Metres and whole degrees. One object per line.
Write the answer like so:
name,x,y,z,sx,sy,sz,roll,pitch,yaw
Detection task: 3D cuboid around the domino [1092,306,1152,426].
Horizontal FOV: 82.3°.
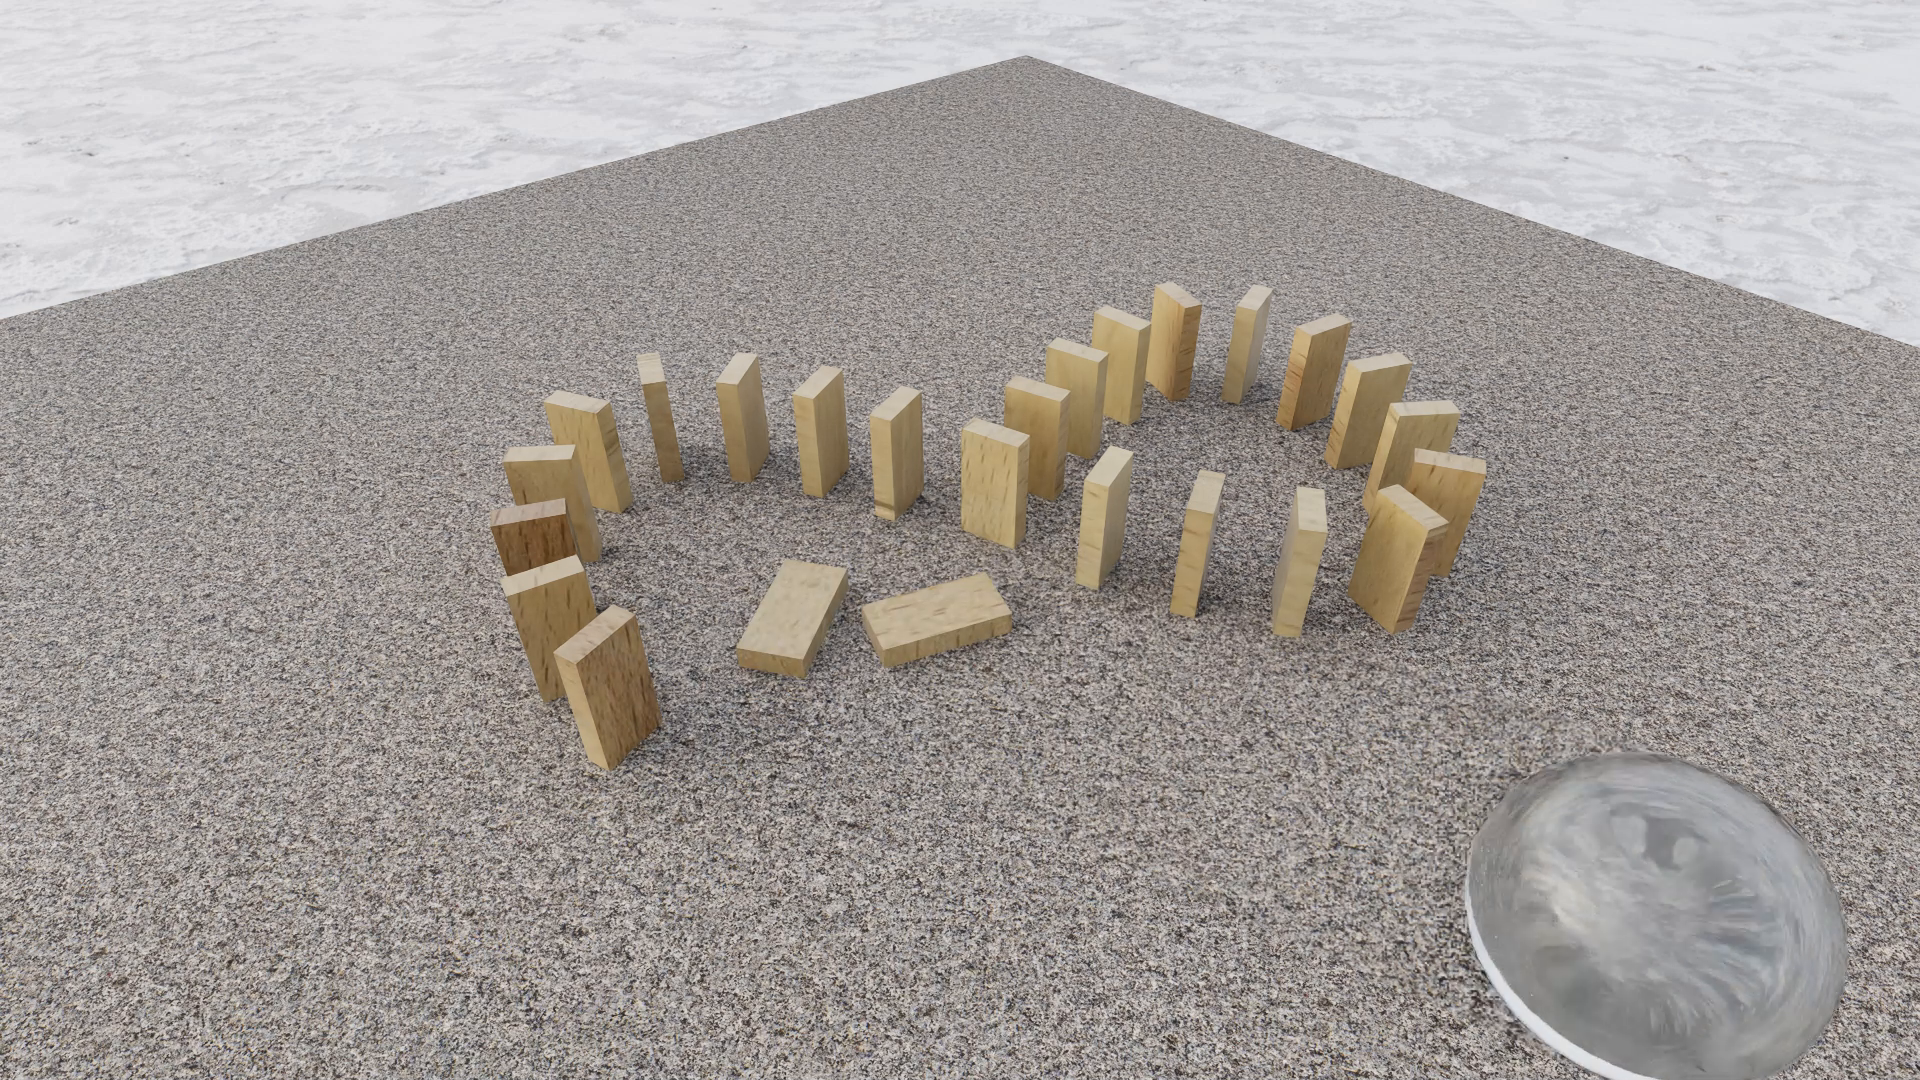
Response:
domino,0.073,-0.081,0.510,0.025,0.050,0.009,31,48,32

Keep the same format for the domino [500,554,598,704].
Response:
domino,-0.136,0.031,0.374,0.025,0.050,0.010,-20,44,-23

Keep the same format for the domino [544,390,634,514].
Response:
domino,-0.153,-0.036,0.455,0.025,0.050,0.010,13,41,16

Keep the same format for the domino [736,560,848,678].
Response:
domino,-0.061,0.028,0.409,0.025,0.010,0.050,9,40,10

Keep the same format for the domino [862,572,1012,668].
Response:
domino,-0.009,0.029,0.408,0.050,0.010,0.025,-15,42,-17

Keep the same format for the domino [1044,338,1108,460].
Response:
domino,0.051,-0.062,0.488,0.025,0.050,0.010,22,44,25

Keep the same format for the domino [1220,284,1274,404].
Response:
domino,0.137,-0.093,0.525,0.010,0.050,0.025,20,43,22

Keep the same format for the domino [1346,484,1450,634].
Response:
domino,0.159,0.007,0.402,0.010,0.050,0.025,-17,42,-20

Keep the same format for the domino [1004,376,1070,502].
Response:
domino,0.032,-0.042,0.463,0.025,0.050,0.010,20,43,22

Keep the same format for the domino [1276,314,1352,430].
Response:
domino,0.162,-0.077,0.505,0.025,0.050,0.010,-21,44,-24

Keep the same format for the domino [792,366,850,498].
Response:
domino,-0.058,-0.046,0.467,0.009,0.050,0.025,15,42,18

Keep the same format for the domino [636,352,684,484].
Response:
domino,-0.129,-0.053,0.476,0.010,0.050,0.025,-12,41,-14

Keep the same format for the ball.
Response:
ball,0.170,0.093,0.274,0.080,0.080,0.080,0,39,0

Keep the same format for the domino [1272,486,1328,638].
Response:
domino,0.123,0.008,0.401,0.010,0.050,0.025,7,40,9

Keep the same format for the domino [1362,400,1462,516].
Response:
domino,0.185,-0.033,0.452,0.025,0.050,0.009,-3,39,-4

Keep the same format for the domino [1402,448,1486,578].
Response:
domino,0.182,-0.010,0.424,0.025,0.050,0.010,12,41,14

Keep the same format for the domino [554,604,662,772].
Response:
domino,-0.112,0.048,0.353,0.010,0.050,0.025,21,44,23

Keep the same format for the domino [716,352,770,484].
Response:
domino,-0.093,-0.053,0.476,0.010,0.050,0.025,7,40,9

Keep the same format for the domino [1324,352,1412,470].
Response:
domino,0.177,-0.056,0.479,0.025,0.050,0.009,-12,41,-14

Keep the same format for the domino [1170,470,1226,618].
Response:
domino,0.088,0.002,0.409,0.009,0.050,0.025,13,41,16

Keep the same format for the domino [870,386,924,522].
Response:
domino,-0.026,-0.035,0.455,0.009,0.050,0.025,19,43,21

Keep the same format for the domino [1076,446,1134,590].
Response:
domino,0.055,-0.008,0.421,0.010,0.050,0.025,19,43,21

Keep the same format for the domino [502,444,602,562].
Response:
domino,-0.157,-0.013,0.428,0.025,0.050,0.010,-3,39,-3

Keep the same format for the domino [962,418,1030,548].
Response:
domino,0.014,-0.022,0.439,0.025,0.050,0.009,21,44,23

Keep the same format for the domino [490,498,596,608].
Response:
domino,-0.151,0.010,0.400,0.025,0.050,0.009,-11,41,-13

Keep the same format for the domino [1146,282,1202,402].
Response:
domino,0.102,-0.095,0.527,0.010,0.050,0.025,-16,42,-19
